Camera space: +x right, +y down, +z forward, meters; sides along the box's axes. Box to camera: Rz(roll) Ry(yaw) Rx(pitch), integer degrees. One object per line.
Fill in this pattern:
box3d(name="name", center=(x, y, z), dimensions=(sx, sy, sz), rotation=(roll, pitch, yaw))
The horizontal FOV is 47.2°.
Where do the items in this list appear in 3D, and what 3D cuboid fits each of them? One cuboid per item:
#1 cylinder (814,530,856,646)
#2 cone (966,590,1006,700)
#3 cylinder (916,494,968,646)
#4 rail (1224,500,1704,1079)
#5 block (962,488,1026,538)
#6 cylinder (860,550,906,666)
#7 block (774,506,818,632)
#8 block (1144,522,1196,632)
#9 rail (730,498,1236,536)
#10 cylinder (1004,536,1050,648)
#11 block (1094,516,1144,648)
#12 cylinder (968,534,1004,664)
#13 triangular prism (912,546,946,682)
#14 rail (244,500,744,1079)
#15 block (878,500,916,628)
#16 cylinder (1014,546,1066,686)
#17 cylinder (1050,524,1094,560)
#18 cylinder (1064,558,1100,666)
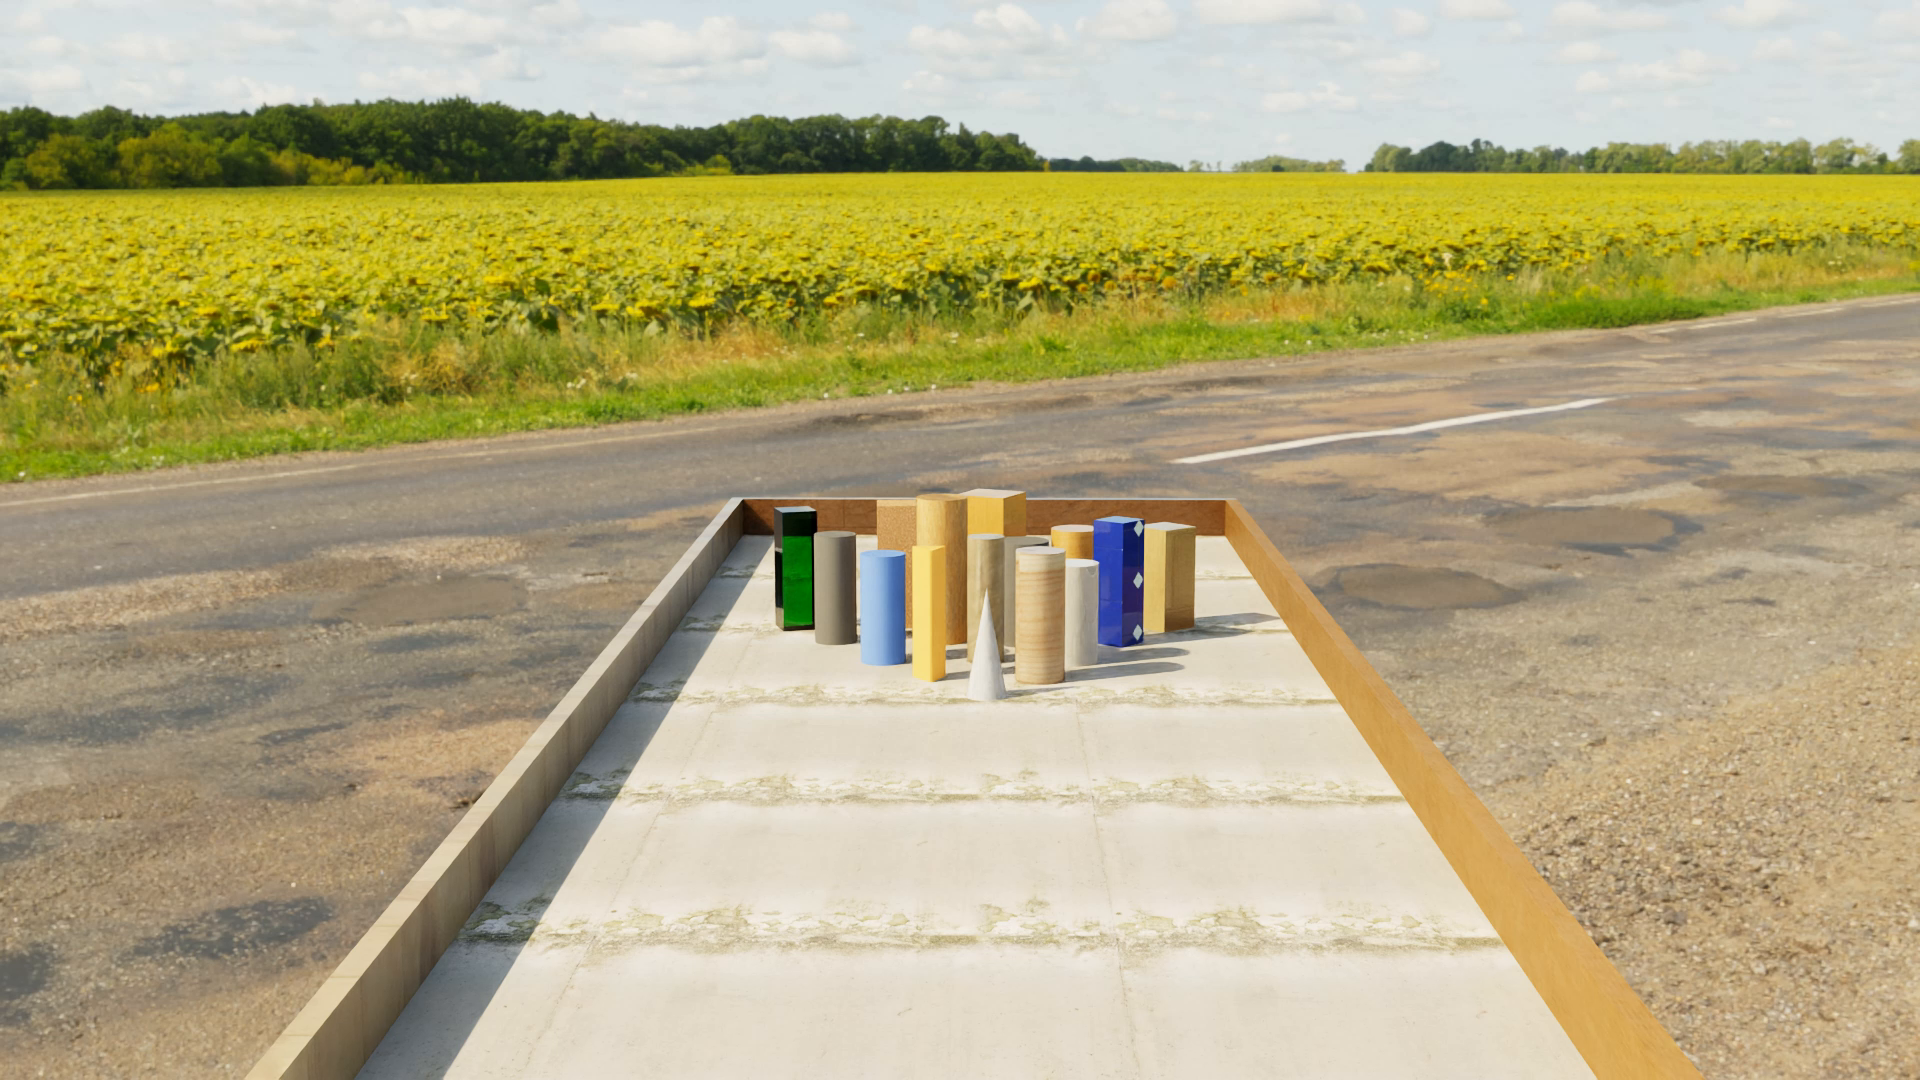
box3d(name="cylinder", center=(-0.394, 0.151, 6.956), dimensions=(0.133, 0.344, 0.133), rotation=(0, 9, 0))
box3d(name="cone", center=(0.075, 0.288, 6.195), dimensions=(0.117, 0.311, 0.117), rotation=(0, 9, 0))
box3d(name="cylinder", center=(-0.057, 0.092, 6.961), dimensions=(0.163, 0.460, 0.163), rotation=(0, 9, 0))
box3d(name="rail", center=(1.046, 0.843, 3.208), dimensions=(0.050, 0.150, 12.000), rotation=(0, 9, 1))
box3d(name="block", center=(0.100, 0.064, 7.212), dimensions=(0.175, 0.437, 0.175), rotation=(4, 10, 26))
box3d(name="cylinder", center=(-0.233, 0.204, 6.660), dimensions=(0.137, 0.332, 0.137), rotation=(0, 9, 0))
box3d(name="block", center=(-0.535, 0.093, 7.175), dimensions=(0.116, 0.391, 0.116), rotation=(-3, 9, -18))
box3d(name="block", center=(0.669, 0.120, 7.190), dimensions=(0.141, 0.333, 0.141), rotation=(-8, 12, -40))
box3d(name="rail", center=(0.099, -0.098, 9.147), dimensions=(2.100, 0.150, 0.050), rotation=(0, 9, 1))
box3d(name="cylinder", center=(0.195, 0.162, 6.942), dimensions=(0.172, 0.326, 0.172), rotation=(0, 9, 0))
box3d(name="block", center=(0.500, 0.130, 6.929), dimensions=(0.115, 0.394, 0.115), rotation=(8, 12, 40))
box3d(name="cylinder", center=(0.078, 0.178, 6.660), dimensions=(0.113, 0.383, 0.113), rotation=(0, 9, 0))
box3d(name="triangular prism", center=(-0.077, 0.213, 6.427), dimensions=(0.081, 0.388, 0.094), rotation=(-6, 11, -34))
box3d(name="rail", center=(-1.004, 0.839, 3.234), dimensions=(0.050, 0.150, 12.000), rotation=(0, 9, 1))
box3d(name="block", center=(-0.197, 0.079, 7.219), dimensions=(0.146, 0.405, 0.146), rotation=(0, 9, -3))
box3d(name="cylinder", center=(0.234, 0.219, 6.404), dimensions=(0.146, 0.383, 0.146), rotation=(0, 9, 0))
box3d(name="cylinder", center=(0.377, 0.121, 7.220), dimensions=(0.158, 0.322, 0.158), rotation=(0, 9, 0))
box3d(name="cylinder", center=(0.345, 0.219, 6.657), dimensions=(0.149, 0.304, 0.149), rotation=(0, 9, 0))
